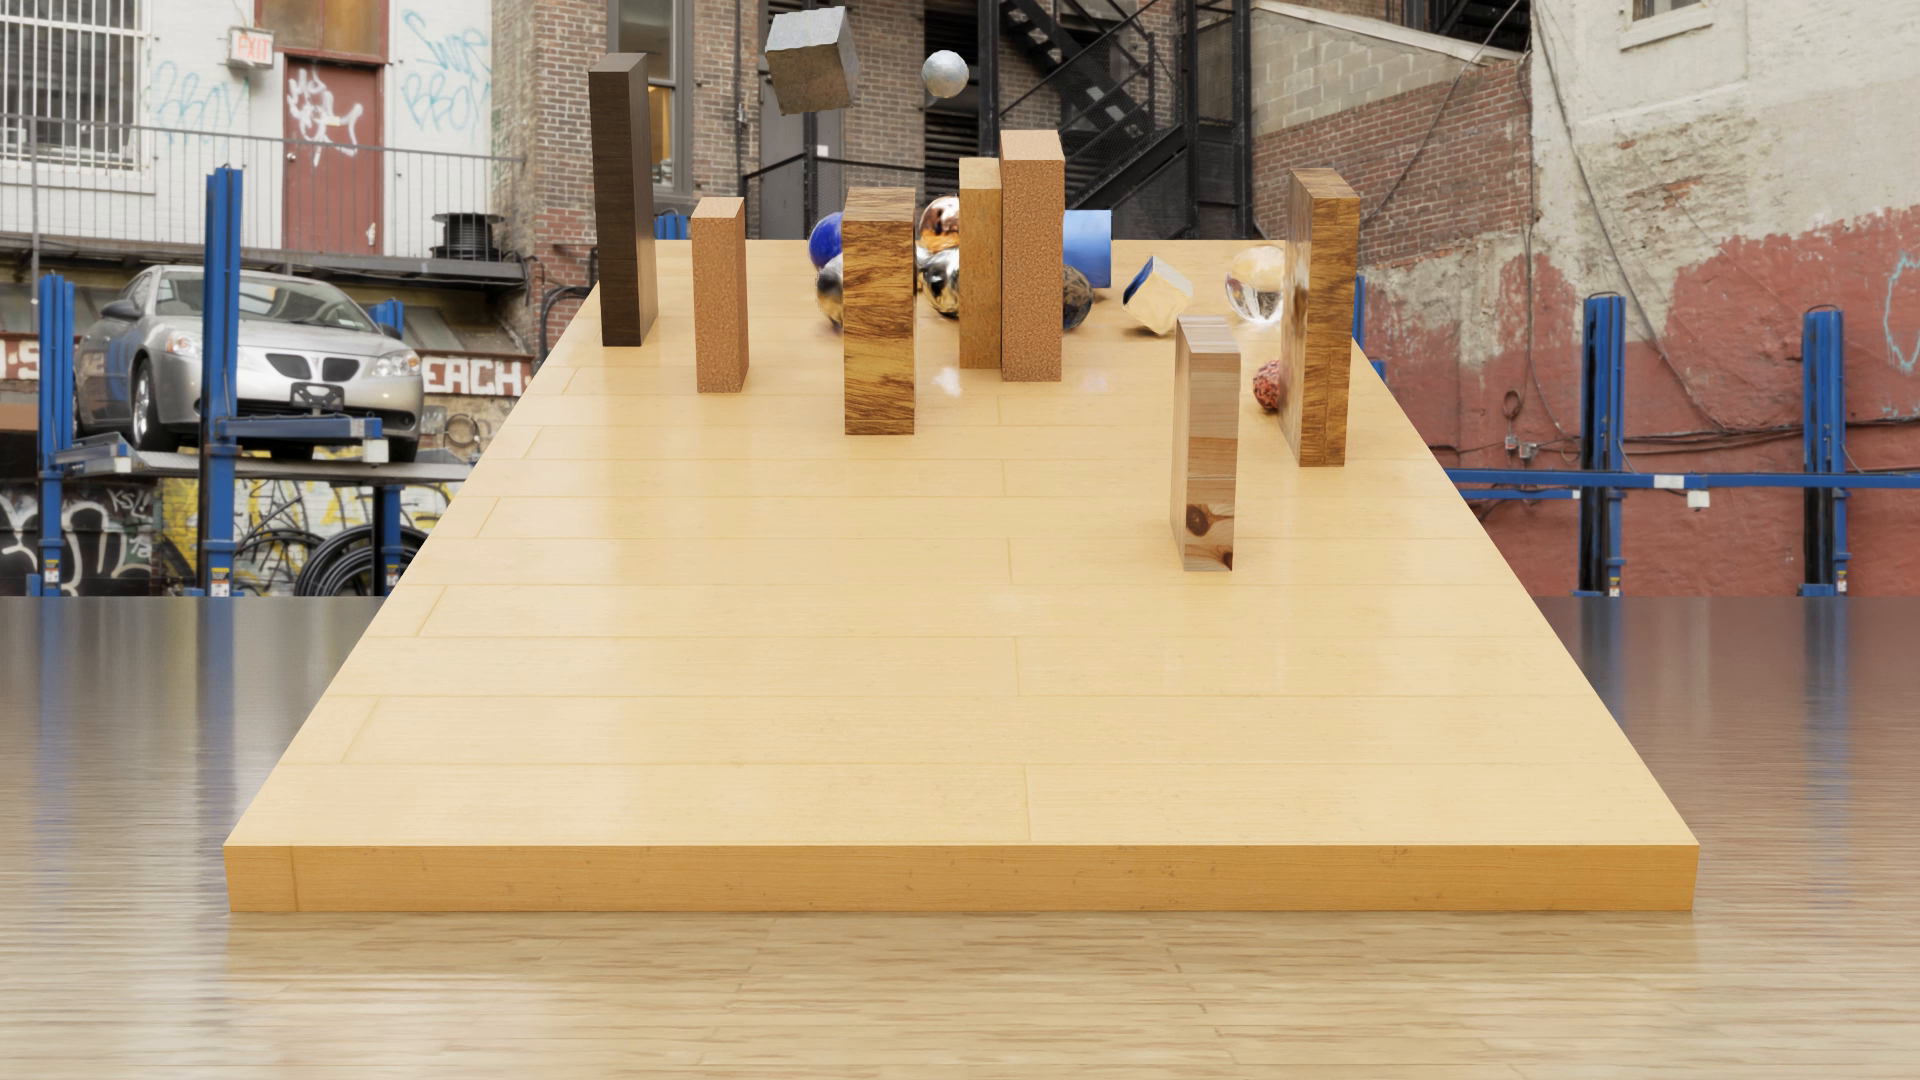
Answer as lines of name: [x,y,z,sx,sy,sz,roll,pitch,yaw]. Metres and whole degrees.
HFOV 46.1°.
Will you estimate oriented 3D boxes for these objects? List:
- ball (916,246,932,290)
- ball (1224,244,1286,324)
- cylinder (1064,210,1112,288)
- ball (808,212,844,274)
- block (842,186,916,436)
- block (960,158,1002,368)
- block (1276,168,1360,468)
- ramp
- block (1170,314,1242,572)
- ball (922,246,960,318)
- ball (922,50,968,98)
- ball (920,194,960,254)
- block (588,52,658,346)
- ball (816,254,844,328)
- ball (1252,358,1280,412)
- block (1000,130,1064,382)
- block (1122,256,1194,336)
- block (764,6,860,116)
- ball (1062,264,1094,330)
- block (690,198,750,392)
ball: [-0.125,-0.745,6.176,0.124,0.124,0.124,0,-1,0]
ball: [0.783,-0.661,5.818,0.204,0.204,0.204,0,-1,0]
cylinder: [0.298,-0.782,6.061,0.208,0.208,0.208,-1,-1,2]
ball: [-0.318,-0.808,6.236,0.201,0.201,0.201,0,-1,0]
block: [-0.174,-0.512,4.989,0.150,0.468,0.390,0,19,0]
block: [0.048,-0.685,5.537,0.098,0.434,0.425,0,19,0]
block: [0.749,-0.472,4.738,0.093,0.560,0.341,0,19,0]
ramp: [-0.004,-0.200,4.959,2.000,0.100,4.000,0,19,0]
block: [0.448,-0.181,4.140,0.087,0.406,0.282,0,19,0]
ball: [-0.006,-0.670,5.866,0.186,0.186,0.186,0,-1,0]
ball: [-0.042,-1.311,6.354,0.133,0.133,0.133,0,-1,0]
ball: [-0.024,-0.906,6.538,0.187,0.187,0.187,0,-1,0]
block: [-0.840,-0.857,5.658,0.096,0.675,0.353,0,19,0]
ball: [-0.263,-0.634,5.738,0.204,0.204,0.204,0,-1,0]
ball: [0.715,-0.345,5.040,0.121,0.121,0.121,0,-1,0]
block: [0.168,-0.688,5.411,0.138,0.521,0.423,0,19,0]
block: [0.501,-0.618,5.707,0.126,0.126,0.126,35,23,-11]
block: [-0.400,-1.307,6.156,0.199,0.199,0.199,-5,41,10]
ball: [0.255,-0.618,5.746,0.168,0.168,0.168,0,-1,0]
block: [-0.556,-0.572,5.251,0.099,0.408,0.245,0,19,0]
